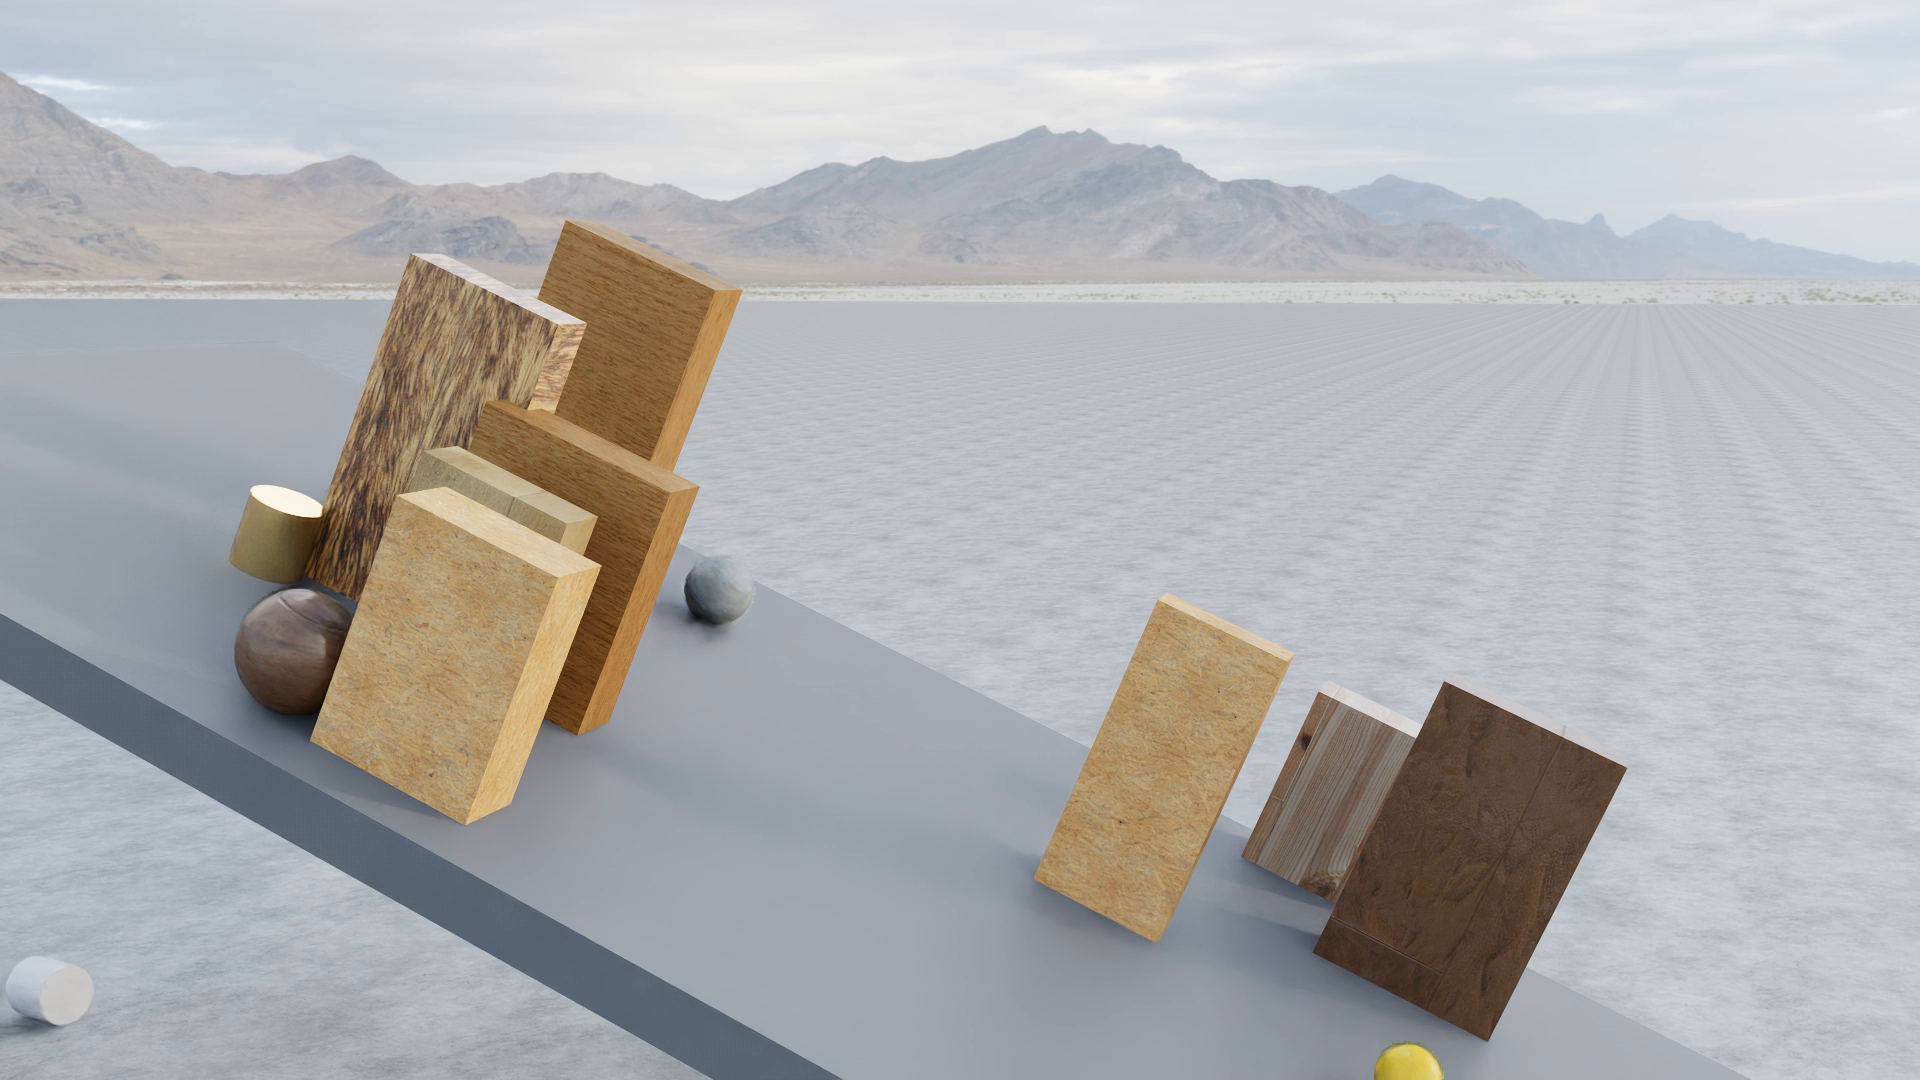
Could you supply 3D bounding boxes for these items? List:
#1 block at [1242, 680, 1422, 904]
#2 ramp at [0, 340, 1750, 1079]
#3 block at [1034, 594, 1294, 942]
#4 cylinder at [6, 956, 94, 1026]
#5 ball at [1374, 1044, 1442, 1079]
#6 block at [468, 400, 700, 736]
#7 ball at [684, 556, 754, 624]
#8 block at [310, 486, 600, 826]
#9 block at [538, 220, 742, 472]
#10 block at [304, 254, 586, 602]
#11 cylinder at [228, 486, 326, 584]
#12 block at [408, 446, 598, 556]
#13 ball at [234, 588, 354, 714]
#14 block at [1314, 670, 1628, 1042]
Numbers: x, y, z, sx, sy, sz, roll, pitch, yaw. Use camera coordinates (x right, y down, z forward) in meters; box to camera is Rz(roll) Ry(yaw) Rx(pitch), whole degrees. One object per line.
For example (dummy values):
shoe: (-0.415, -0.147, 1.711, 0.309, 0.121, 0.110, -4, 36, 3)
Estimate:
block: (0.838, 0.558, 4.742, 0.303, 0.405, 0.143, 26, 13, 13)
ramp: (-0.289, 0.504, 4.185, 4.000, 0.100, 2.000, 26, 13, 13)
block: (0.376, 0.424, 4.091, 0.260, 0.590, 0.089, 26, 13, 13)
cylinder: (-2.265, 1.120, 5.469, 0.146, 0.146, 0.146, 5, 8, 34)
ball: (0.772, 0.929, 3.793, 0.117, 0.117, 0.117, 0, 7, 0)
block: (-0.743, 0.044, 3.970, 0.386, 0.480, 0.126, 26, 13, 13)
ball: (-0.528, 0.109, 4.809, 0.150, 0.150, 0.150, 0, 7, 0)
block: (-0.794, 0.178, 3.461, 0.295, 0.429, 0.145, 26, 13, 13)
block: (-0.761, -0.254, 4.577, 0.357, 0.730, 0.142, 26, 13, 13)
block: (-0.961, -0.168, 4.077, 0.320, 0.647, 0.111, 26, 13, 13)
cylinder: (-1.265, -0.010, 4.071, 0.138, 0.138, 0.138, 22, 13, -5)
block: (-0.839, 0.091, 3.772, 0.290, 0.413, 0.113, 26, 13, 13)
ball: (-1.060, 0.178, 3.527, 0.200, 0.200, 0.200, 0, 7, 0)
block: (0.997, 0.618, 4.314, 0.374, 0.611, 0.117, 26, 13, 13)
